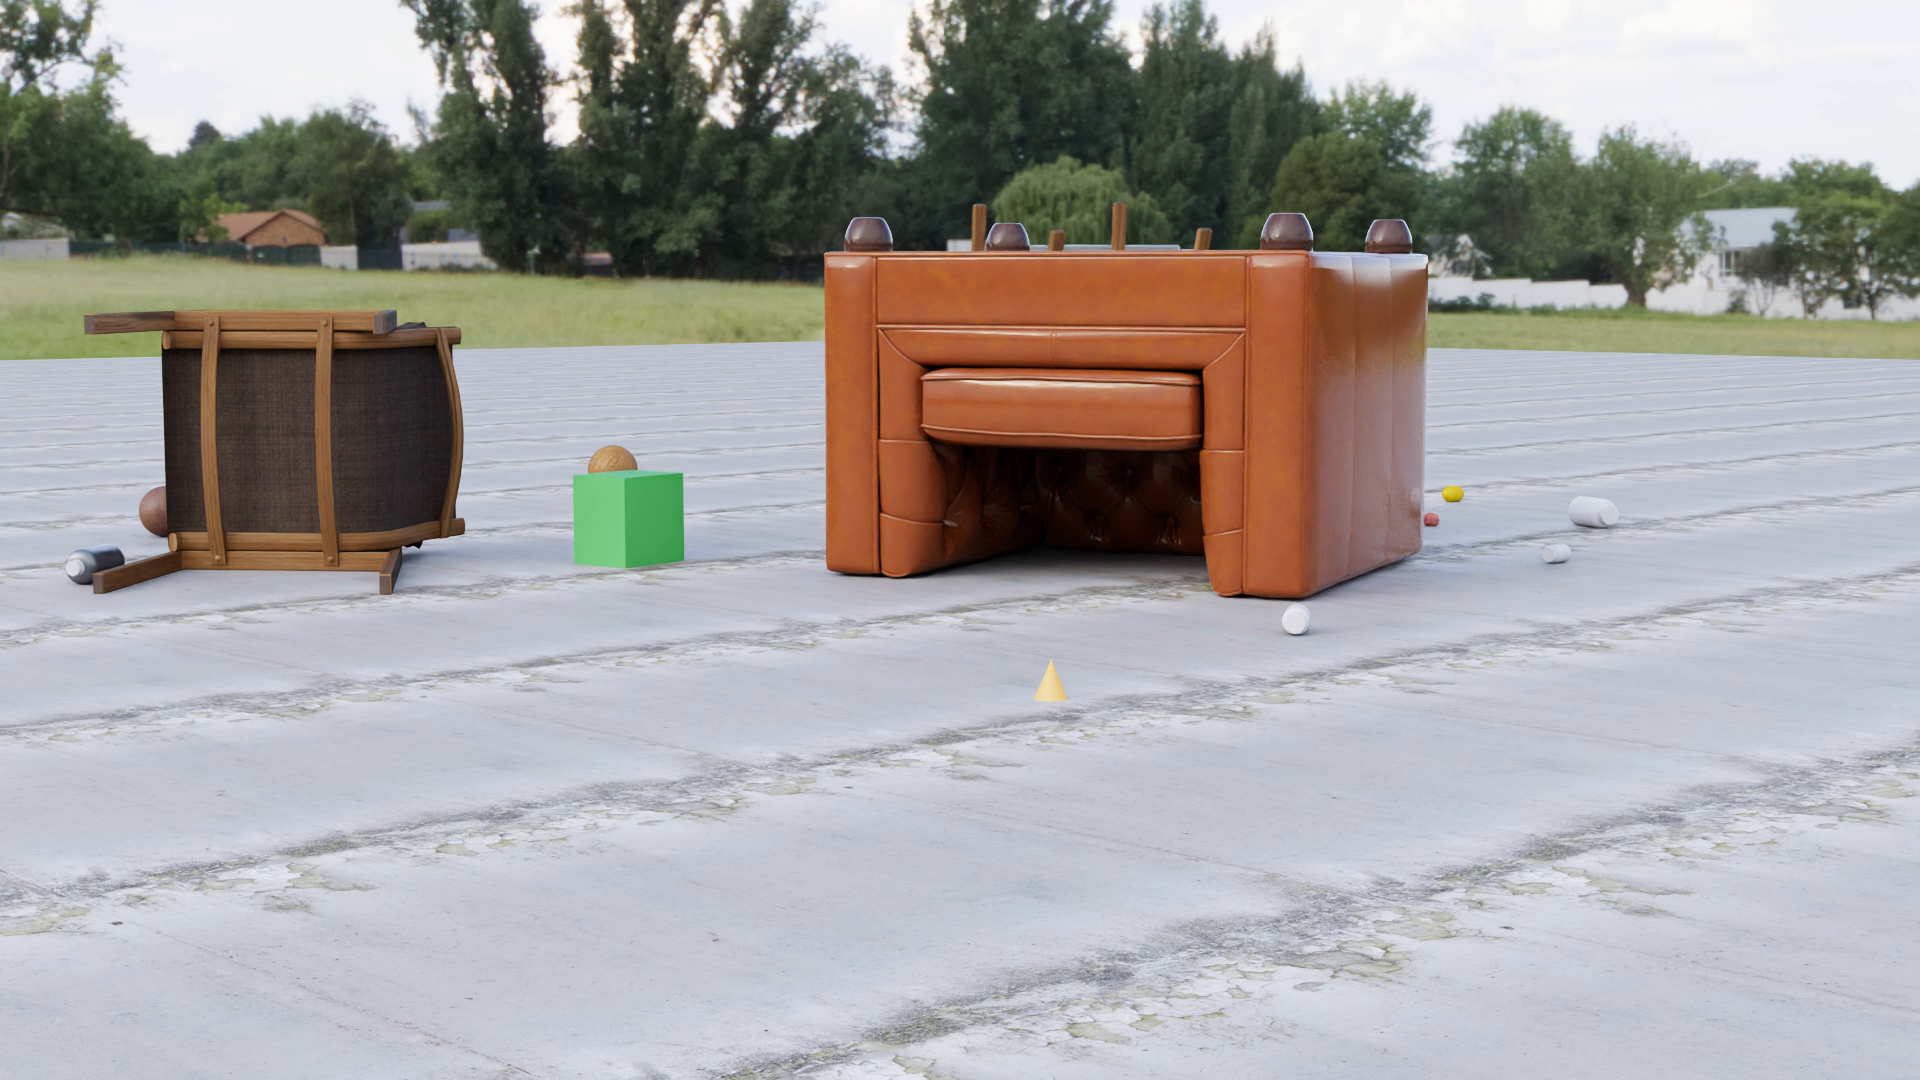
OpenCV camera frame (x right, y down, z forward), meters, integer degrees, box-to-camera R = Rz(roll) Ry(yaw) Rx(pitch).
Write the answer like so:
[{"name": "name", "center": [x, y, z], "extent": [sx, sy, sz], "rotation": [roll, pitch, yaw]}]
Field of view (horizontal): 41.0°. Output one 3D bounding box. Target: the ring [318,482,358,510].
[{"name": "ring", "center": [-1.759, -0.125, 7.253], "extent": [0.094, 0.078, 0.150], "rotation": [-1, 4, 18]}]

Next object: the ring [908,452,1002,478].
[{"name": "ring", "center": [-0.016, -0.245, 8.472], "extent": [0.314, 0.066, 0.389], "rotation": [-1, 6, -5]}]

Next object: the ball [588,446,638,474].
[{"name": "ball", "center": [-1.046, -0.211, 7.730], "extent": [0.150, 0.150, 0.150], "rotation": [0, 6, 0]}]

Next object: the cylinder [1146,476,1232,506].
[{"name": "cylinder", "center": [0.664, -0.141, 7.431], "extent": [0.192, 0.072, 0.176], "rotation": [4, 7, 34]}]

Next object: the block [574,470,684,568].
[{"name": "block", "center": [-0.761, -0.050, 5.902], "extent": [0.160, 0.204, 0.197], "rotation": [4, 7, 36]}]

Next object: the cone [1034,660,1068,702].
[{"name": "cone", "center": [0.142, 0.217, 4.006], "extent": [0.051, 0.062, 0.057], "rotation": [-4, 7, -33]}]
